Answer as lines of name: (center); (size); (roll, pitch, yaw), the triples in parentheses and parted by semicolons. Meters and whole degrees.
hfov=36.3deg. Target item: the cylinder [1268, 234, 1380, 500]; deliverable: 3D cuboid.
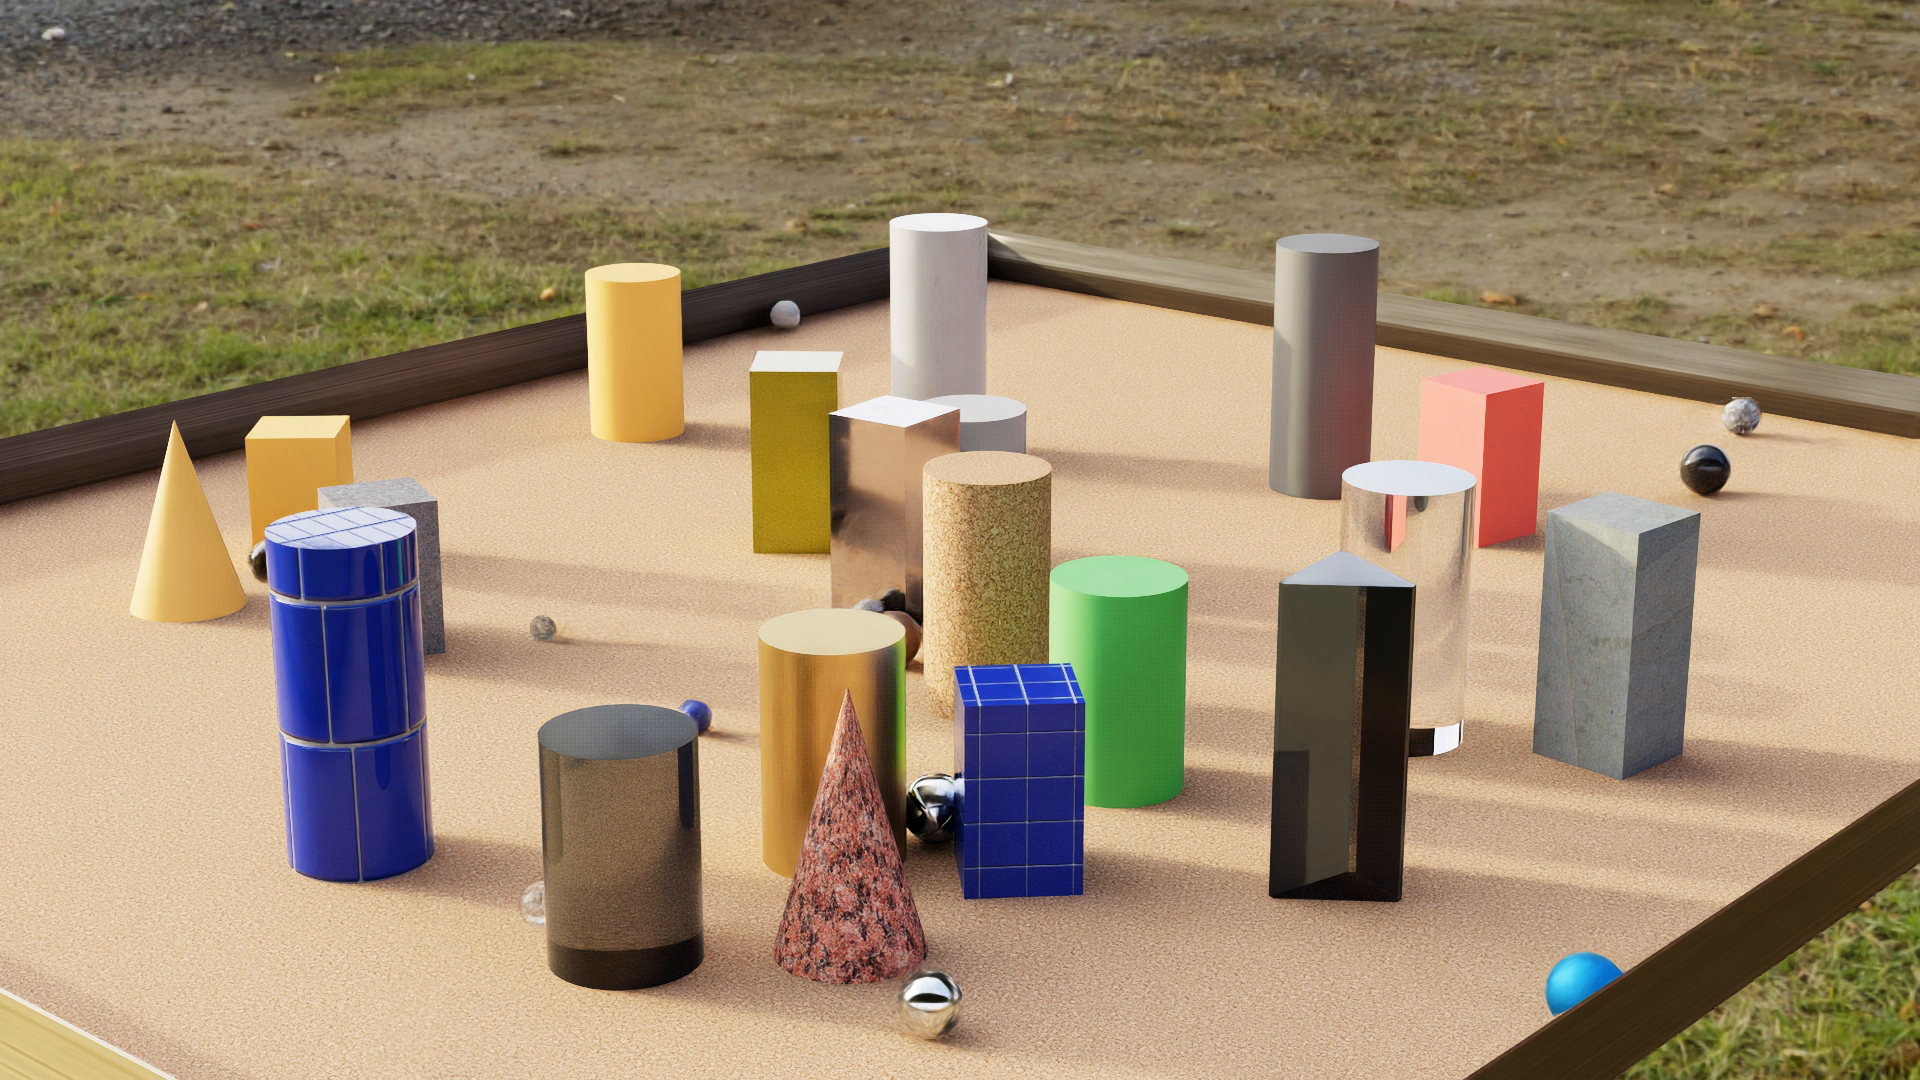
cylinder: (0.711, -0.340, 5.737); (0.198, 0.487, 0.198); (0, 17, 0)

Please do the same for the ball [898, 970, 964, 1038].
ball: (-0.035, 0.552, 3.485); (0.079, 0.079, 0.079); (0, 17, 0)

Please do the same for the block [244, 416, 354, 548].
block: (-1.194, -0.088, 5.324); (0.158, 0.243, 0.158); (-1, 17, -2)

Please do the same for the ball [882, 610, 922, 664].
ball: (-0.108, 0.160, 4.764); (0.091, 0.091, 0.091); (0, 17, 0)

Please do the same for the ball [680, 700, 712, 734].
ball: (-0.403, 0.270, 4.470); (0.051, 0.051, 0.051); (0, 17, 0)

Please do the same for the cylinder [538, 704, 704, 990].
cylinder: (-0.422, 0.381, 3.662); (0.198, 0.303, 0.198); (0, 17, 0)

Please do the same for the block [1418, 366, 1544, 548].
block: (0.968, -0.156, 5.467); (0.158, 0.291, 0.158); (-13, 21, -36)

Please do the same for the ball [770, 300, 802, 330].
ball: (-0.424, -0.547, 7.140); (0.074, 0.074, 0.074); (0, 17, 0)

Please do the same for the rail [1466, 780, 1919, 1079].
rail: (1.320, 0.363, 4.023); (0.045, 0.128, 4.240); (14, 22, 39)

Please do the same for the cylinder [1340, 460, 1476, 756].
cylinder: (0.667, 0.102, 4.413); (0.198, 0.406, 0.198); (0, 17, 0)

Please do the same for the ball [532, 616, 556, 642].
ball: (-0.693, 0.148, 4.888); (0.041, 0.041, 0.041); (0, 17, 0)

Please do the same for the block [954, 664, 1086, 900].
block: (0.077, 0.321, 3.919); (0.158, 0.271, 0.158); (-1, 17, -5)

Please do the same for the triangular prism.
triangular prism: (0.502, 0.245, 3.885); (0.171, 0.436, 0.148); (1, 17, 4)

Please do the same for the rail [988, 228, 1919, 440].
rail: (1.375, -0.425, 6.636); (3.544, 0.128, 0.045); (14, 22, 39)

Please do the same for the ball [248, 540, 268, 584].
ball: (-1.215, 0.038, 5.183); (0.084, 0.084, 0.084); (0, 17, 0)

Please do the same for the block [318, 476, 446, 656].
block: (-0.954, 0.050, 4.834); (0.158, 0.261, 0.158); (-8, 18, -24)

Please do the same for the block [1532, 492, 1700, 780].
block: (0.970, 0.139, 4.338); (0.158, 0.377, 0.158); (-15, 23, -41)

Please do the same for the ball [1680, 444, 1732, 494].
ball: (1.459, -0.139, 5.742); (0.099, 0.099, 0.099); (0, 17, 0)

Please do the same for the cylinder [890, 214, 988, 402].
cylinder: (-0.043, -0.411, 5.984); (0.198, 0.481, 0.198); (0, 17, 0)

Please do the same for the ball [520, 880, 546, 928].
ball: (-0.538, 0.470, 3.788); (0.060, 0.060, 0.060); (0, 17, 0)

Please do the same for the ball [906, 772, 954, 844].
ball: (-0.033, 0.371, 4.054); (0.098, 0.098, 0.098); (0, 17, 0)

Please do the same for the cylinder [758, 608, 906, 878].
cylinder: (-0.172, 0.277, 3.972); (0.198, 0.324, 0.198); (0, 17, 0)

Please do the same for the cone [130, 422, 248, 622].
cone: (-1.336, -0.047, 5.033); (0.198, 0.332, 0.198); (0, 17, 0)

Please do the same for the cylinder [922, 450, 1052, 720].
cylinder: (0.042, 0.072, 4.550); (0.198, 0.383, 0.198); (0, 17, 0)

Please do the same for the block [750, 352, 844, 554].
block: (-0.297, -0.162, 5.396); (0.158, 0.343, 0.158); (0, 17, 2)

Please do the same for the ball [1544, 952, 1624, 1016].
ball: (0.747, 0.539, 3.496); (0.096, 0.096, 0.096); (0, 17, 0)

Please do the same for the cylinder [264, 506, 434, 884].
cylinder: (-0.821, 0.208, 3.952); (0.198, 0.468, 0.198); (0, 17, 0)

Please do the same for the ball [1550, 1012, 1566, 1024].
ball: (0.714, 0.580, 3.421); (0.061, 0.061, 0.061); (0, 17, 0)

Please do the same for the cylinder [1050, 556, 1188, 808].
cylinder: (0.227, 0.203, 4.232); (0.198, 0.317, 0.198); (0, 17, 0)

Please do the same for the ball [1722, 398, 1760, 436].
ball: (1.647, -0.260, 6.181); (0.078, 0.078, 0.078); (0, 17, 0)

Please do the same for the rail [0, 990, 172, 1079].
rail: (-1.375, 0.489, 3.604); (3.544, 0.128, 0.045); (14, 22, 39)

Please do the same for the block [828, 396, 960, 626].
block: (-0.110, -0.048, 4.999); (0.158, 0.354, 0.158); (12, 20, 34)

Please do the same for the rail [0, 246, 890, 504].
rail: (-1.320, -0.298, 6.217); (0.045, 0.128, 4.240); (14, 22, 39)

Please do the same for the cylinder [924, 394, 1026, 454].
cylinder: (0.018, -0.085, 5.200); (0.198, 0.308, 0.198); (0, 17, 0)

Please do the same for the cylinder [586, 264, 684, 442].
cylinder: (-0.684, -0.396, 6.175); (0.198, 0.341, 0.198); (0, 17, 0)

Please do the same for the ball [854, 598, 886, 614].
ball: (-0.153, 0.126, 4.938); (0.056, 0.056, 0.056); (0, 17, 0)

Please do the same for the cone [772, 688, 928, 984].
cone: (-0.139, 0.350, 3.671); (0.198, 0.357, 0.198); (0, 17, 0)
